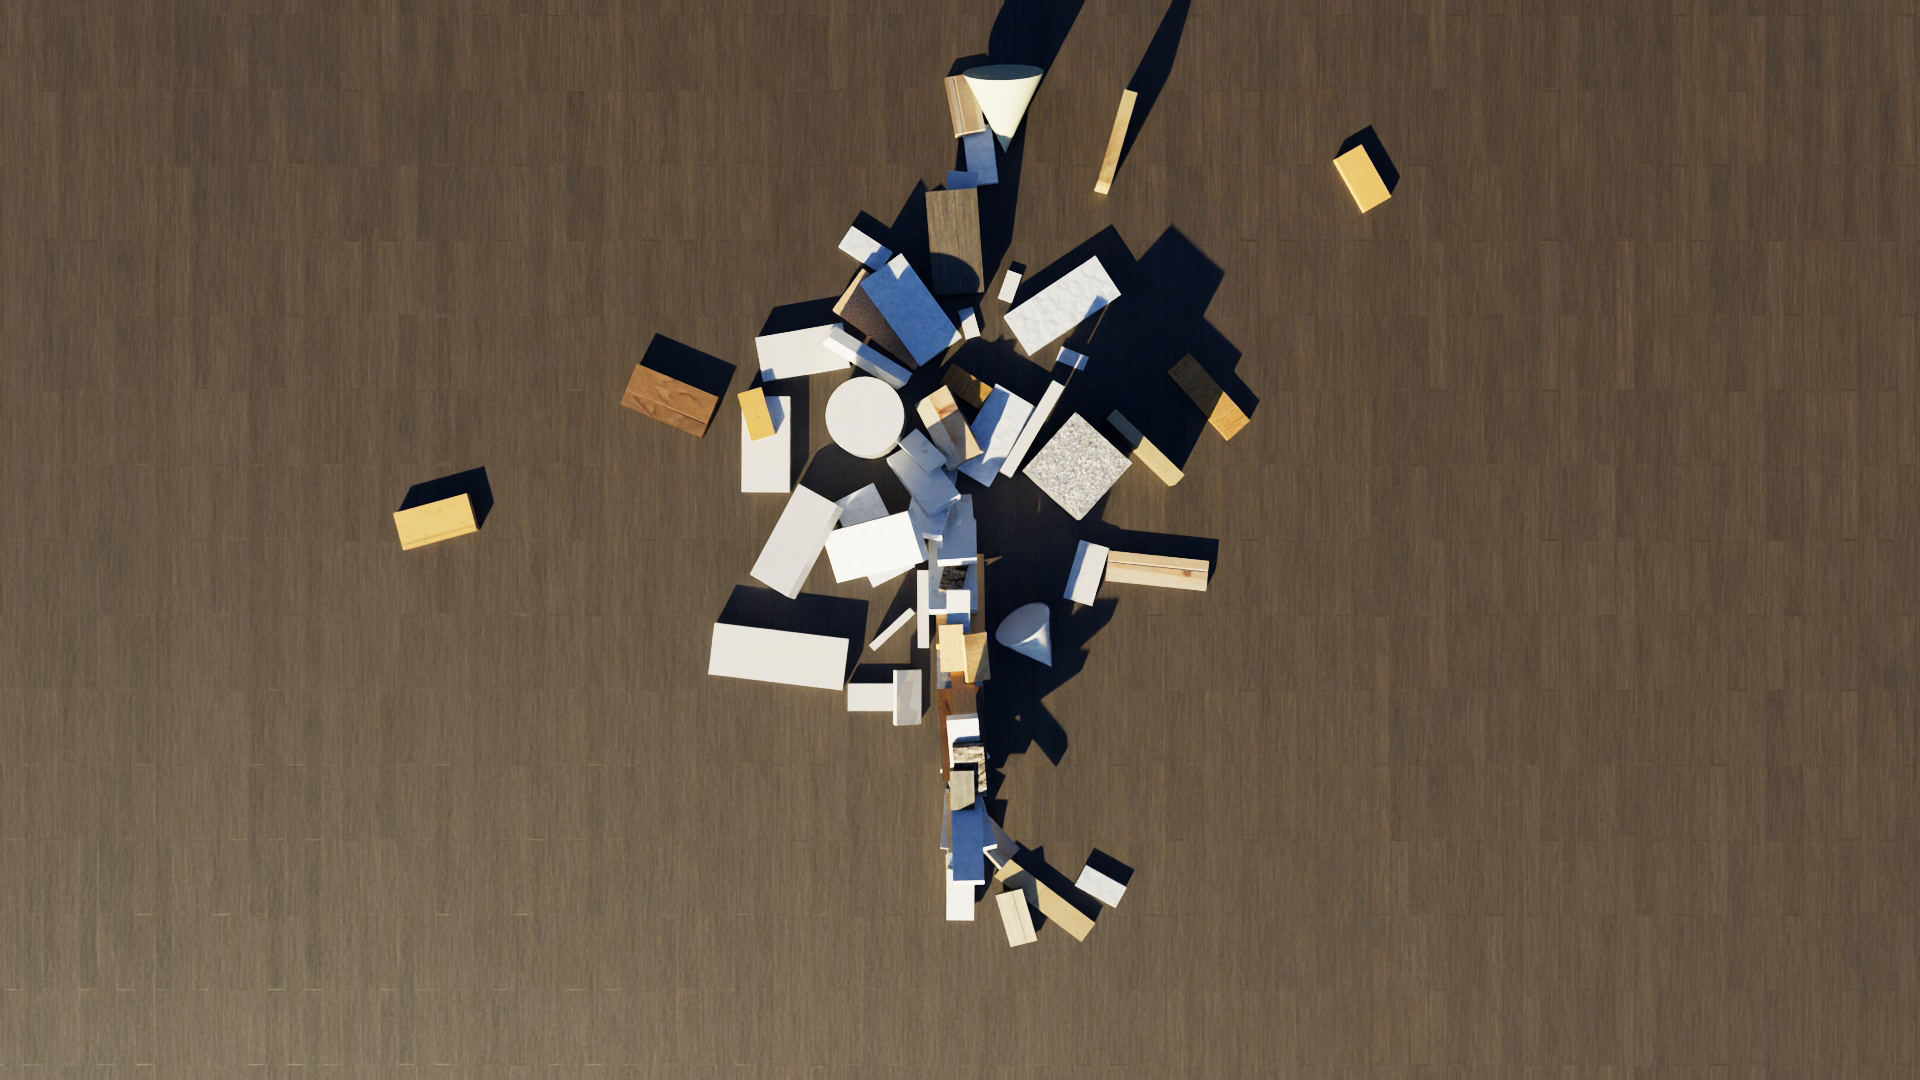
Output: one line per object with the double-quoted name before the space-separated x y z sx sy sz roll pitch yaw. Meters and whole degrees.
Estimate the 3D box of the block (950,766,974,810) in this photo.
"block" 0.007 0.795 5.275 0.077 0.022 0.154 -2 119 -1

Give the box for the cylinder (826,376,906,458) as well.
"cylinder" -0.303 -0.395 5.375 0.250 0.250 0.250 0 90 0

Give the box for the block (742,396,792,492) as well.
"block" -0.642 -0.317 5.478 0.158 0.045 0.316 0 90 0

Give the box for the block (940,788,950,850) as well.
"block" -0.008 0.925 5.454 0.097 0.028 0.194 5 74 2

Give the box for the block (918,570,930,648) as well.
"block" -0.120 0.225 5.437 0.036 0.126 0.253 0 90 0

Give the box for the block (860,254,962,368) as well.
"block" -0.162 -0.755 5.429 0.168 0.048 0.336 -36 90 0

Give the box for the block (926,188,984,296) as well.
"block" -0.016 -0.980 5.426 0.168 0.048 0.336 -4 101 2

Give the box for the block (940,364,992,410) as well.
"block" 0.021 -0.508 5.467 0.162 0.023 0.081 34 91 15

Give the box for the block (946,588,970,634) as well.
"block" -0.005 0.233 5.327 0.074 0.021 0.149 0 101 0

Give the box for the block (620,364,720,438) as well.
"block" -0.963 -0.461 5.479 0.292 0.041 0.146 22 90 0

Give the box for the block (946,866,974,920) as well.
"block" 0.002 1.167 5.449 0.090 0.025 0.179 1 103 0

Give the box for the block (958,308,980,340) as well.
"block" 0.031 -0.723 5.493 0.049 0.014 0.097 -16 90 0

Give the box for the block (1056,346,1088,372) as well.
"block" 0.374 -0.604 5.493 0.097 0.014 0.049 22 90 0

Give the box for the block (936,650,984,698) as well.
"block" -0.001 0.425 5.440 0.148 0.042 0.296 -2 74 0

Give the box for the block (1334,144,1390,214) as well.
"block" 1.338 -1.201 5.486 0.100 0.028 0.200 -30 90 0

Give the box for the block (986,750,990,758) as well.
"block" 0.046 0.681 5.473 0.060 0.017 0.120 -27 75 -6

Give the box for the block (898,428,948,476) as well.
"block" -0.122 -0.289 5.427 0.078 0.022 0.156 -40 67 -9

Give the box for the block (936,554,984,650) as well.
"block" 0.001 0.201 5.419 0.158 0.045 0.316 0 68 0

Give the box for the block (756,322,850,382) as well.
"block" -0.521 -0.623 5.479 0.292 0.041 0.146 -10 90 0

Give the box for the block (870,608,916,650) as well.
"block" -0.223 0.293 5.455 0.180 0.090 0.026 -43 90 0

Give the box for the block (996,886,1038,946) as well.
"block" 0.188 1.250 5.474 0.091 0.026 0.182 -16 95 7

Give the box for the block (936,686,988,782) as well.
"block" 0.008 0.628 5.349 0.148 0.042 0.296 -4 82 0

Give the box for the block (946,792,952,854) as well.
"block" 0.006 0.925 5.397 0.097 0.028 0.194 -2 74 0

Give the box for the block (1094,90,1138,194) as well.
"block" 0.512 -1.307 5.423 0.044 0.154 0.309 16 90 0

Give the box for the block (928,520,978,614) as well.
"block" -0.023 0.087 5.418 0.158 0.045 0.316 -1 67 1

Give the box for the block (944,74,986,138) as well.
"block" 0.016 -1.442 5.470 0.101 0.029 0.202 -10 81 0

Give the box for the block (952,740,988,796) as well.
"block" 0.031 0.734 5.272 0.099 0.028 0.198 -4 119 0

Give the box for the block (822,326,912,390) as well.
"block" -0.305 -0.594 5.399 0.292 0.146 0.041 31 81 -11

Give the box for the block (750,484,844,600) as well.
"block" -0.538 0.005 5.440 0.170 0.048 0.340 28 90 27

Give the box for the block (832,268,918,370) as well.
"block" -0.236 -0.730 5.476 0.336 0.048 0.168 36 90 0

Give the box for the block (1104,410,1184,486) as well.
"block" 0.601 -0.302 5.423 0.310 0.155 0.044 44 90 0

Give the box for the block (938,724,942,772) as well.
"block" 0.004 0.612 5.427 0.148 0.042 0.296 -3 69 0

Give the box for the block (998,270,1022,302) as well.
"block" 0.166 -0.844 5.493 0.049 0.014 0.097 20 90 0

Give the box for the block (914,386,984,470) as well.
"block" -0.037 -0.369 5.441 0.126 0.036 0.252 -30 78 15
